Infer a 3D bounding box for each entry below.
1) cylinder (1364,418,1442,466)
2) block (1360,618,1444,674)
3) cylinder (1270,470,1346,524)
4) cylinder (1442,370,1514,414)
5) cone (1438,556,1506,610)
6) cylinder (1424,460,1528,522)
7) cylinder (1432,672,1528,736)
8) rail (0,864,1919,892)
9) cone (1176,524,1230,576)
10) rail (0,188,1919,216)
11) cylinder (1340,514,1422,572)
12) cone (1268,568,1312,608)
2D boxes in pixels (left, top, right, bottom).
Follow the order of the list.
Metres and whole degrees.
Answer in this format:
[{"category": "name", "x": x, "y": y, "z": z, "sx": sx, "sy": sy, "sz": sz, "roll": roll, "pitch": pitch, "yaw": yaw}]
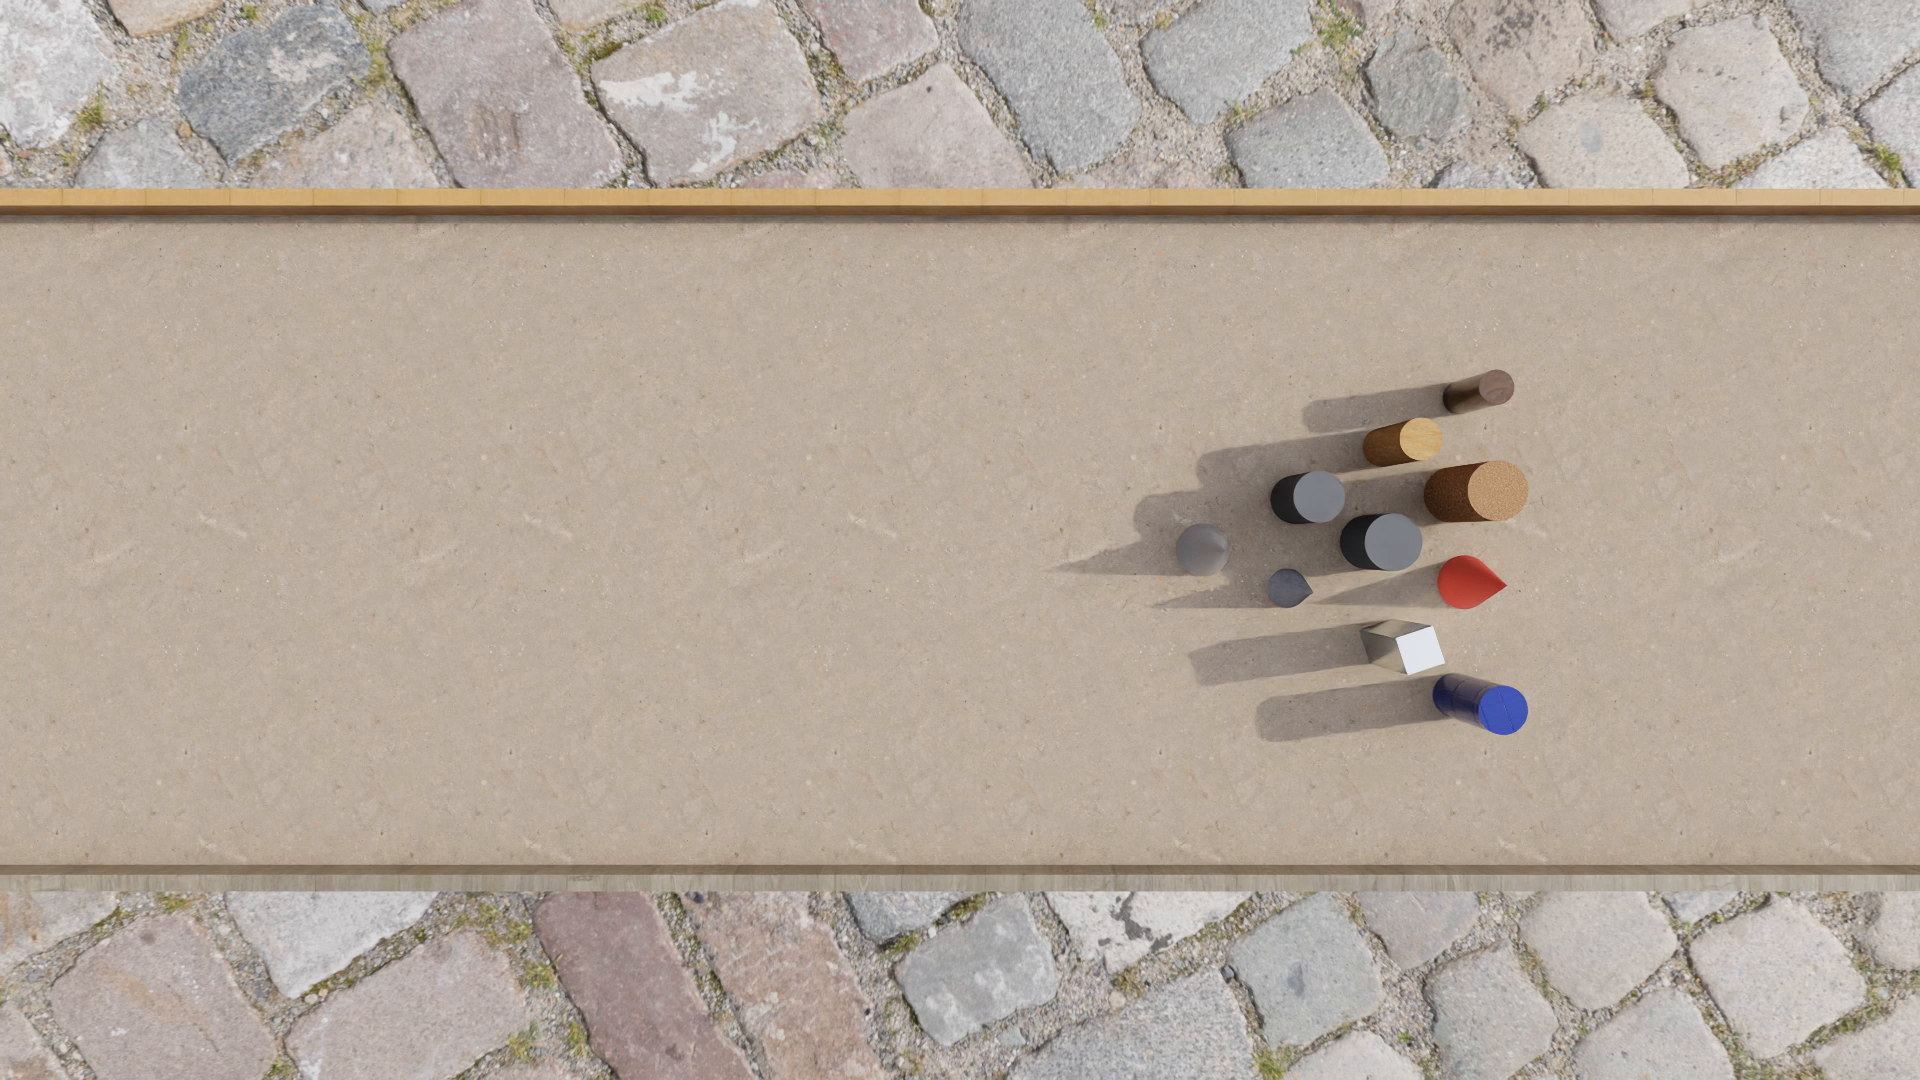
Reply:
[{"category": "cylinder", "x": 1.301, "y": -0.285, "z": 4.865, "sx": 0.121, "sy": 0.424, "sz": 0.121, "roll": 0, "pitch": 90, "yaw": 0}, {"category": "block", "x": 1.296, "y": 0.311, "z": 4.860, "sx": 0.110, "sy": 0.432, "sz": 0.110, "roll": -18, "pitch": 90, "yaw": 0}, {"category": "cylinder", "x": 1.031, "y": -0.125, "z": 4.903, "sx": 0.150, "sy": 0.347, "sz": 0.150, "roll": 0, "pitch": 90, "yaw": 0}, {"category": "cylinder", "x": 1.536, "y": -0.437, "z": 4.899, "sx": 0.102, "sy": 0.355, "sz": 0.102, "roll": 0, "pitch": 90, "yaw": 0}, {"category": "cone", "x": 1.553, "y": 0.130, "z": 4.877, "sx": 0.166, "sy": 0.399, "sz": 0.166, "roll": 0, "pitch": 90, "yaw": 0}, {"category": "cylinder", "x": 1.513, "y": -0.139, "z": 4.856, "sx": 0.171, "sy": 0.440, "sz": 0.171, "roll": 0, "pitch": 90, "yaw": 0}, {"category": "cylinder", "x": 1.524, "y": 0.478, "z": 4.851, "sx": 0.139, "sy": 0.451, "sz": 0.139, "roll": 0, "pitch": 90, "yaw": 0}, {"category": "rail", "x": -2.247, "y": 1.025, "z": 5.001, "sx": 12.000, "sy": 0.150, "sz": 0.050, "roll": 0, "pitch": 90, "yaw": 0}, {"category": "cone", "x": 0.749, "y": 0.030, "z": 4.867, "sx": 0.164, "sy": 0.419, "sz": 0.164, "roll": 0, "pitch": 90, "yaw": 0}, {"category": "rail", "x": -2.247, "y": -1.025, "z": 5.002, "sx": 12.000, "sy": 0.150, "sz": 0.050, "roll": 0, "pitch": 90, "yaw": 0}, {"category": "cylinder", "x": 1.253, "y": 0.006, "z": 4.922, "sx": 0.168, "sy": 0.310, "sz": 0.168, "roll": 0, "pitch": 90, "yaw": 0}, {"category": "cone", "x": 1.007, "y": 0.148, "z": 4.887, "sx": 0.122, "sy": 0.378, "sz": 0.122, "roll": 0, "pitch": 90, "yaw": 0}]
